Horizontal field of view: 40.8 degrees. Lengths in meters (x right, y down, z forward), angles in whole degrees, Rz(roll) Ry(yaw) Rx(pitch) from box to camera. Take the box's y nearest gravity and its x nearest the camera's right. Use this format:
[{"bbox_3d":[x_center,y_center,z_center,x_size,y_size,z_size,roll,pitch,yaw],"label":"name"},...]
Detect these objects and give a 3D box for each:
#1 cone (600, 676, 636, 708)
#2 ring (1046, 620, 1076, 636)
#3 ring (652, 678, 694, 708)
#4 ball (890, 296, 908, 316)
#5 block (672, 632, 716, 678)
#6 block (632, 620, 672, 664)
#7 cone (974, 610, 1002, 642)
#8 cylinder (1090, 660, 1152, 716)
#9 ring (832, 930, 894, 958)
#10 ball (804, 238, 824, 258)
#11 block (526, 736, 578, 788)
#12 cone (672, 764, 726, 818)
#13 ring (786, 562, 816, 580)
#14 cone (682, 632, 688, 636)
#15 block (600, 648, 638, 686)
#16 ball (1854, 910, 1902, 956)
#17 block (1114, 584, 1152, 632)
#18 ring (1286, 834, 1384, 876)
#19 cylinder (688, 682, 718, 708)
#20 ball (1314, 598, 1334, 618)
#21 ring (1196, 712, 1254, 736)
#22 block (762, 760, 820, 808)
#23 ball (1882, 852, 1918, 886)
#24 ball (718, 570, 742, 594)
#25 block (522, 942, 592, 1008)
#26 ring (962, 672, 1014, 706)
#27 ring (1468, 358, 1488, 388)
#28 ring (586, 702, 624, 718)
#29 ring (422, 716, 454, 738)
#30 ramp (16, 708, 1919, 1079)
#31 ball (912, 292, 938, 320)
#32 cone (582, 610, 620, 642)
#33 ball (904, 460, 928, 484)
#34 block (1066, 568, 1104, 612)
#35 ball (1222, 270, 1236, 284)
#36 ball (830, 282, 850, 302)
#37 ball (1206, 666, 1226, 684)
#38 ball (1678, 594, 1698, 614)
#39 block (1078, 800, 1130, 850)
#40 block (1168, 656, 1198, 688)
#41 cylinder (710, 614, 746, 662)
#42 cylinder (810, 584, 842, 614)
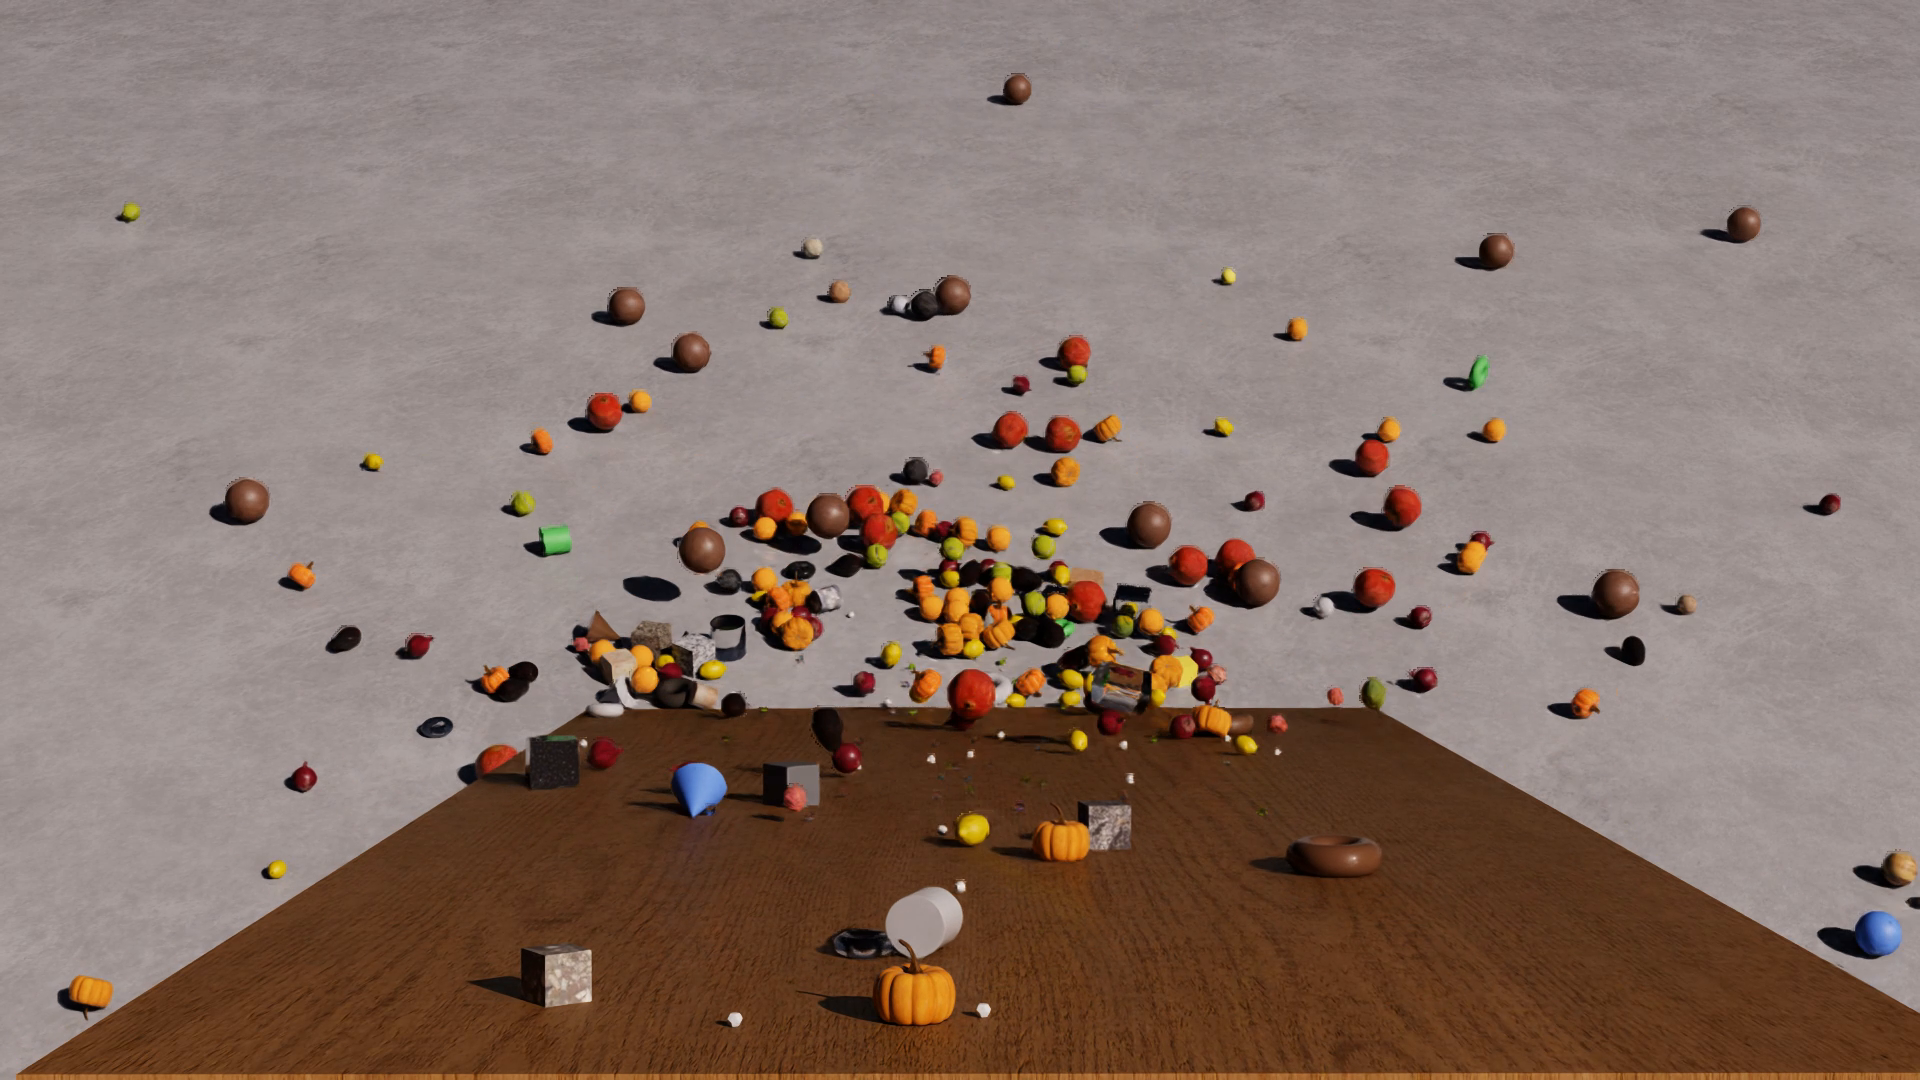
[{"bbox_3d":[-0.911,0.411,6.764,0.089,0.089,0.089,-20,18,23],"label":"cone"},{"bbox_3d":[0.279,0.243,7.120,0.082,0.027,0.082,-3,19,1],"label":"ring"},{"bbox_3d":[-0.746,0.403,6.780,0.125,0.042,0.125,-1,27,0],"label":"ring"},{"bbox_3d":[-0.220,-0.849,9.344,0.068,0.068,0.068,0,26,0],"label":"ball"},{"bbox_3d":[-0.715,0.309,6.926,0.083,0.083,0.083,21,33,36],"label":"block"},{"bbox_3d":[-0.835,0.277,6.992,0.082,0.082,0.082,7,27,15],"label":"block"},{"bbox_3d":[0.078,0.227,7.100,0.079,0.079,0.079,0,26,0],"label":"cone"},{"bbox_3d":[0.347,0.319,5.550,0.100,0.100,0.100,15,22,-16],"label":"cylinder"},{"bbox_3d":[-0.119,0.502,3.204,0.078,0.026,0.078,0,3,0],"label":"ring"},{"bbox_3d":[-0.564,-1.120,9.896,0.076,0.076,0.076,0,26,0],"label":"ball"},{"bbox_3d":[-0.781,0.425,4.940,0.091,0.091,0.091,0,2,-14],"label":"block"},{"bbox_3d":[-0.463,0.459,4.521,0.098,0.098,0.098,1,28,1],"label":"cone"},{"bbox_3d":[-0.460,0.088,7.446,0.087,0.029,0.087,-1,25,1],"label":"ring"},{"bbox_3d":[-0.745,0.273,7.021,0.065,0.065,0.065,0,26,0],"label":"cone"},{"bbox_3d":[-0.908,0.341,6.873,0.071,0.071,0.071,-14,29,-27],"label":"block"},{"bbox_3d":[2.041,0.875,5.733,0.100,0.100,0.100,0,26,0],"label":"ball"},{"bbox_3d":[0.478,0.190,7.161,0.092,0.092,0.092,5,26,10],"label":"block"},{"bbox_3d":[0.562,0.474,3.868,0.144,0.048,0.144,-1,3,0],"label":"ring"},{"bbox_3d":[-0.670,0.408,6.723,0.059,0.059,0.059,20,20,-20],"label":"cylinder"},{"bbox_3d":[1.018,0.187,7.209,0.056,0.056,0.056,0,26,0],"label":"ball"},{"bbox_3d":[0.609,0.422,5.925,0.134,0.045,0.134,-1,3,0],"label":"ring"},{"bbox_3d":[-0.304,0.440,4.652,0.074,0.074,0.074,-1,2,-40],"label":"block"},{"bbox_3d":[2.181,0.764,5.986,0.079,0.079,0.079,0,26,0],"label":"ball"},{"bbox_3d":[-0.655,0.118,7.334,0.072,0.072,0.072,0,26,0],"label":"ball"},{"bbox_3d":[-0.458,0.493,2.926,0.058,0.058,0.058,-1,2,-37],"label":"block"},{"bbox_3d":[0.072,0.393,6.795,0.137,0.046,0.137,-1,26,1],"label":"ring"},{"bbox_3d":[1.749,-0.563,8.698,0.036,0.109,0.109,21,32,25],"label":"ring"},{"bbox_3d":[-0.874,0.418,6.351,0.096,0.032,0.096,1,0,0],"label":"ring"},{"bbox_3d":[-1.344,0.481,6.634,0.083,0.028,0.083,0,25,0],"label":"ring"},{"bbox_3d":[0.059,0.529,4.566,2.000,0.100,4.000,0,1,0],"label":"ramp"},{"bbox_3d":[-0.126,-0.845,9.300,0.099,0.099,0.099,0,26,0],"label":"ball"},{"bbox_3d":[-0.973,0.256,7.080,0.098,0.098,0.098,24,23,-11],"label":"cone"},{"bbox_3d":[-0.137,-0.213,8.014,0.077,0.077,0.077,0,26,0],"label":"ball"},{"bbox_3d":[0.352,0.139,7.277,0.085,0.085,0.085,7,27,15],"label":"block"},{"bbox_3d":[1.004,-0.984,9.638,0.055,0.055,0.055,0,26,0],"label":"ball"},{"bbox_3d":[-0.440,-0.910,9.458,0.079,0.079,0.079,0,26,0],"label":"ball"},{"bbox_3d":[0.682,0.360,6.857,0.051,0.051,0.051,0,26,0],"label":"ball"},{"bbox_3d":[2.037,0.182,7.221,0.056,0.056,0.056,0,26,0],"label":"ball"},{"bbox_3d":[0.231,0.456,4.127,0.069,0.069,0.069,0,1,-12],"label":"block"},{"bbox_3d":[0.594,0.350,6.871,0.056,0.056,0.056,-12,28,-23],"label":"block"},{"bbox_3d":[-0.629,0.266,7.001,0.095,0.095,0.095,0,26,0],"label":"cylinder"},{"bbox_3d":[-0.375,0.166,7.241,0.066,0.066,0.066,-14,29,-27],"label":"cylinder"}]
